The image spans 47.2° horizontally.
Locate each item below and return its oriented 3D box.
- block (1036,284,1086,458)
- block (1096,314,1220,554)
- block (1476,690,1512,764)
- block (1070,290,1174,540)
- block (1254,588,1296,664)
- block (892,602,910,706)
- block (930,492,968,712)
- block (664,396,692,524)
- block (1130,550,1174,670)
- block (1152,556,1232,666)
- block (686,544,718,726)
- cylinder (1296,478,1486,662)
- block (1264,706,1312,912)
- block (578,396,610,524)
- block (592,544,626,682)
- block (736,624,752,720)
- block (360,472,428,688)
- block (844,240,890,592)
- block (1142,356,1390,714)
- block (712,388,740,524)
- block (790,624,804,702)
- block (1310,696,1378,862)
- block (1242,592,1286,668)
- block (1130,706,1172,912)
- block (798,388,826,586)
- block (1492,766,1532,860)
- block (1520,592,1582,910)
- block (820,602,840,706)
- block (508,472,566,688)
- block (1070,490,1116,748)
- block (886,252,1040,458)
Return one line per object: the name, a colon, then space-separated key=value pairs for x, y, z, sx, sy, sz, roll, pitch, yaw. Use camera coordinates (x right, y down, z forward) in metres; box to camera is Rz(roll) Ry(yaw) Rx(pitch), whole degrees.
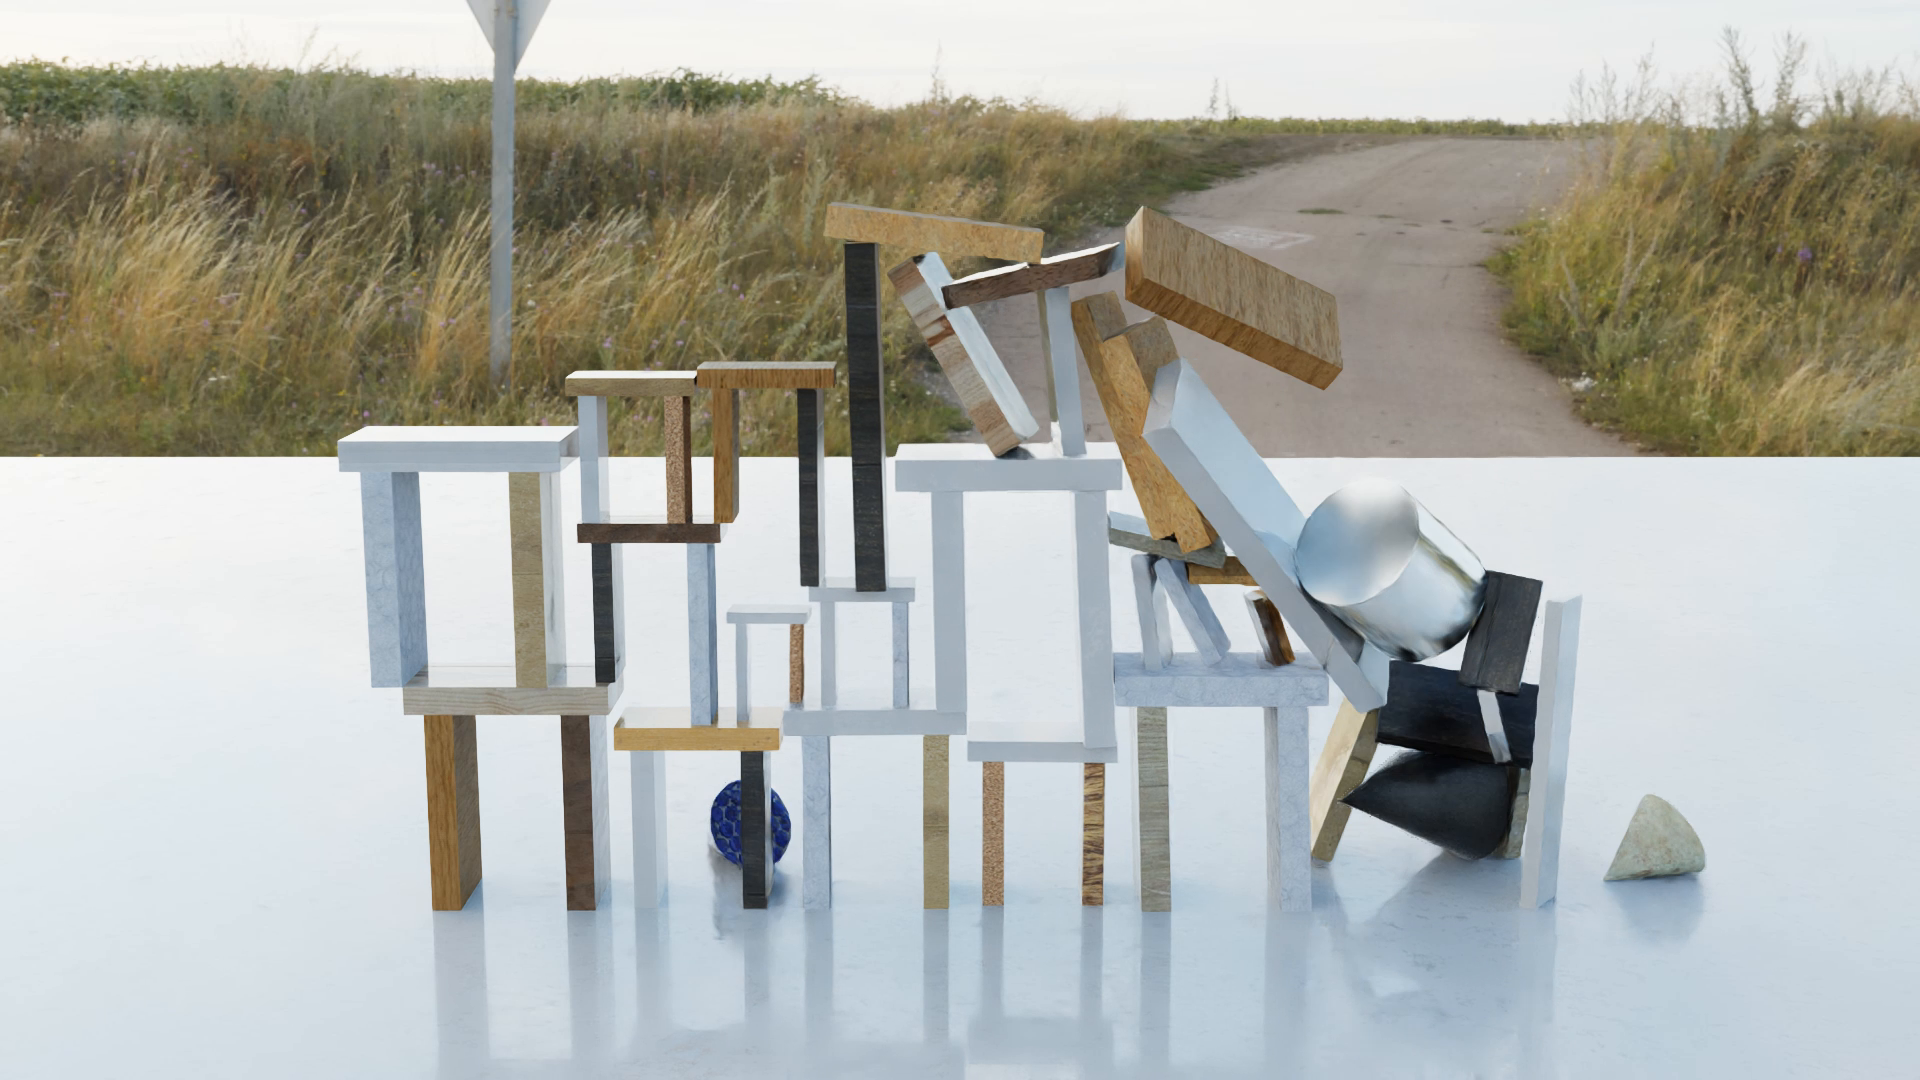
block: x=0.160 y=-0.273 z=3.496 sx=0.037 sy=0.265 sz=0.132 roll=-7 pitch=11 yaw=-3
block: x=0.340 y=-0.174 z=3.530 sx=0.051 sy=0.359 sz=0.180 roll=-20 pitch=7 yaw=28
block: x=0.875 y=0.296 z=3.608 sx=0.027 sy=0.095 sz=0.191 roll=-13 pitch=-22 yaw=13
block: x=0.280 y=-0.203 z=3.539 sx=0.037 sy=0.399 sz=0.132 roll=-20 pitch=2 yaw=27
block: x=0.514 y=0.142 z=3.610 sx=0.017 sy=0.118 sz=0.059 roll=-24 pitch=16 yaw=-9
block: x=-0.097 y=0.177 z=3.581 sx=0.024 sy=0.171 sz=0.086 roll=0 pitch=10 yaw=0
block: x=-0.019 y=0.084 z=3.570 sx=0.050 sy=0.356 sz=0.178 roll=-1 pitch=11 yaw=-2
block: x=-0.452 y=-0.136 z=3.531 sx=0.029 sy=0.203 sz=0.102 roll=0 pitch=11 yaw=0
block: x=0.314 y=0.109 z=3.580 sx=0.027 sy=0.191 sz=0.095 roll=-6 pitch=8 yaw=18
block: x=0.379 y=0.106 z=3.586 sx=0.027 sy=0.191 sz=0.095 roll=-28 pitch=3 yaw=20
block: x=-0.420 y=0.142 z=3.589 sx=0.032 sy=0.299 sz=0.114 roll=0 pitch=11 yaw=0
cylinder: x=0.692 y=0.050 z=3.527 sx=0.222 sy=0.222 sz=0.222 roll=11 pitch=-17 yaw=47
block: x=0.541 y=0.421 z=3.637 sx=0.049 sy=0.343 sz=0.171 roll=-3 pitch=11 yaw=0
block: x=-0.587 y=-0.136 z=3.531 sx=0.029 sy=0.203 sz=0.102 roll=0 pitch=11 yaw=0
block: x=-0.572 y=0.107 z=3.583 sx=0.032 sy=0.229 sz=0.114 roll=0 pitch=11 yaw=0
block: x=-0.354 y=0.209 z=3.603 sx=0.018 sy=0.162 sz=0.065 roll=0 pitch=10 yaw=0
block: x=-0.917 y=0.049 z=3.569 sx=0.049 sy=0.348 sz=0.174 roll=0 pitch=11 yaw=0
block: x=-0.148 y=-0.203 z=3.519 sx=0.048 sy=0.548 sz=0.168 roll=-1 pitch=10 yaw=0
block: x=0.506 y=-0.001 z=3.545 sx=0.051 sy=0.647 sz=0.180 roll=-25 pitch=29 yaw=30
block: x=-0.375 y=-0.143 z=3.533 sx=0.031 sy=0.216 sz=0.108 roll=1 pitch=11 yaw=0
block: x=-0.267 y=0.194 z=3.595 sx=0.018 sy=0.130 sz=0.065 roll=1 pitch=11 yaw=0
block: x=0.665 y=0.411 z=3.855 sx=0.040 sy=0.282 sz=0.141 roll=20 pitch=5 yaw=-8
block: x=0.496 y=0.145 z=3.587 sx=0.017 sy=0.118 sz=0.059 roll=-22 pitch=11 yaw=-6
block: x=0.314 y=0.421 z=3.637 sx=0.049 sy=0.343 sz=0.171 roll=-2 pitch=11 yaw=0
block: x=-0.239 y=-0.093 z=3.551 sx=0.031 sy=0.321 sz=0.108 roll=0 pitch=11 yaw=2
block: x=0.943 y=0.406 z=3.875 sx=0.040 sy=0.282 sz=0.141 roll=5 pitch=6 yaw=-38
block: x=0.964 y=0.344 z=3.584 sx=0.027 sy=0.512 sz=0.095 roll=9 pitch=12 yaw=33
block: x=-0.212 y=0.176 z=3.585 sx=0.024 sy=0.171 sz=0.085 roll=0 pitch=11 yaw=0
block: x=-0.684 y=0.049 z=3.568 sx=0.049 sy=0.348 sz=0.174 roll=0 pitch=11 yaw=0
block: x=0.214 y=0.112 z=3.571 sx=0.050 sy=0.415 sz=0.178 roll=-3 pitch=11 yaw=0
block: x=0.008 y=-0.300 z=3.520 sx=0.048 sy=0.337 sz=0.168 roll=-30 pitch=3 yaw=16
